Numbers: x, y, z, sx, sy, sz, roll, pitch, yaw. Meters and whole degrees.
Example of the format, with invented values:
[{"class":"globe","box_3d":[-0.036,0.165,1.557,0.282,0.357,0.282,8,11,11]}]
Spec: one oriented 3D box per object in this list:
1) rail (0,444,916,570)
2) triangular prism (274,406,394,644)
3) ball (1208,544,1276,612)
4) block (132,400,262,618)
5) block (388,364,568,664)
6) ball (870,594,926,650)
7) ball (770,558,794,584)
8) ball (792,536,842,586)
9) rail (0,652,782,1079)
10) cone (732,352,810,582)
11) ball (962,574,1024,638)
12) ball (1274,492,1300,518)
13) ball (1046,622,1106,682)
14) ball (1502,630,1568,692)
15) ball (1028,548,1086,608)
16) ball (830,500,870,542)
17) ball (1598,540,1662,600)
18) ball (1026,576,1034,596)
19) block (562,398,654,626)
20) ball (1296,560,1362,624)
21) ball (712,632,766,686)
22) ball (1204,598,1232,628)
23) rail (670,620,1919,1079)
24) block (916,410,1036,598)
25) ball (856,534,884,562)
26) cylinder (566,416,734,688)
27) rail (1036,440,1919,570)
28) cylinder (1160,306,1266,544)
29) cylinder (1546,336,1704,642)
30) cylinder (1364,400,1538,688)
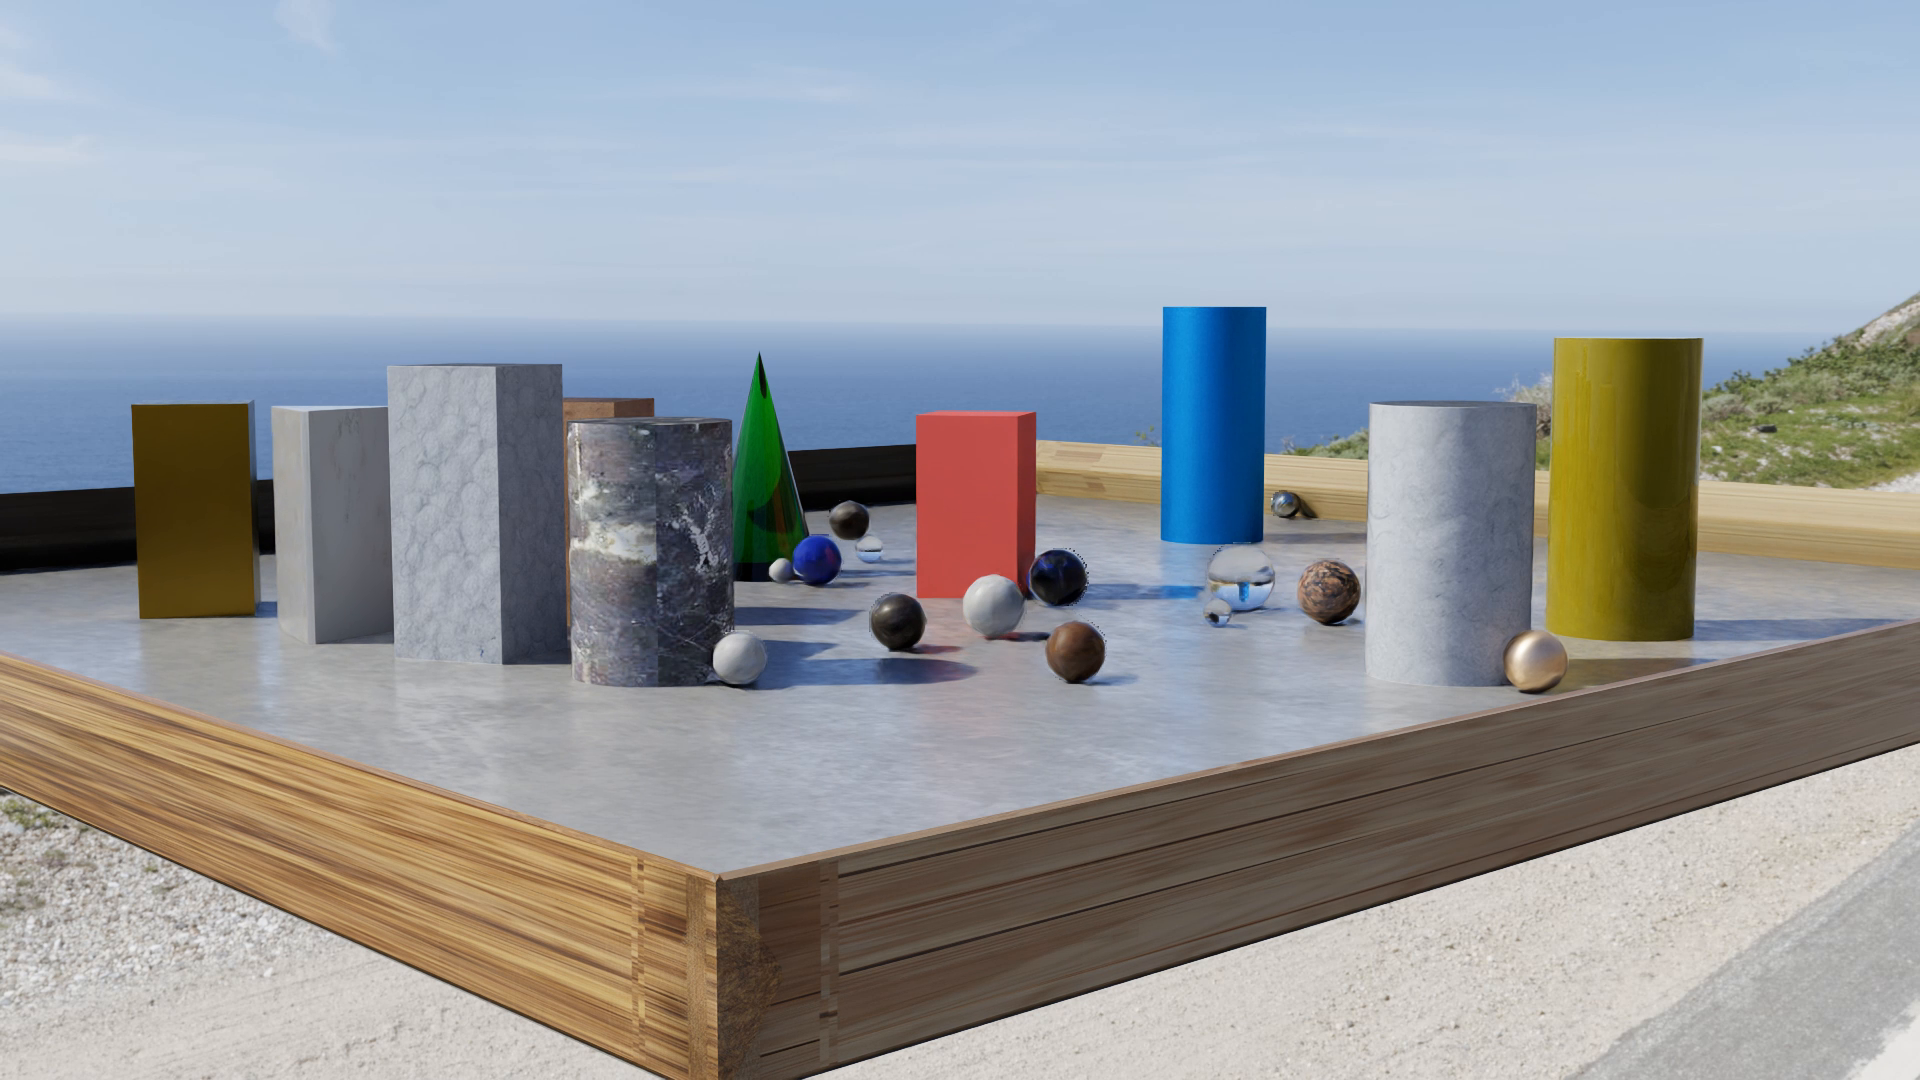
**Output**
[{"class":"rail","box_3d":[-0.974,-0.075,4.382,3.065,0.130,0.045,-5,8,-42]},{"class":"triangular prism","box_3d":[-0.847,-0.027,3.042,0.150,0.313,0.173,-3,7,-30]},{"class":"ball","box_3d":[0.418,0.056,3.270,0.100,0.100,0.100,0,6,0]},{"class":"block","box_3d":[-1.133,-0.050,3.272,0.160,0.311,0.160,-2,6,-14]},{"class":"block","box_3d":[-0.625,-0.040,2.859,0.160,0.375,0.160,2,6,20]},{"class":"ball","box_3d":[-0.081,0.108,2.900,0.074,0.074,0.074,0,6,0]},{"class":"ball","box_3d":[-0.292,0.051,3.601,0.042,0.042,0.042,0,6,0]},{"class":"ball","box_3d":[-0.233,0.033,3.581,0.082,0.082,0.082,0,6,0]},{"class":"rail","box_3d":[-1.109,0.140,2.314,0.045,0.130,2.920,-5,8,-42]},{"class":"cone","box_3d":[-0.337,-0.130,3.709,0.200,0.379,0.200,0,6,0]},{"class":"ball","box_3d":[0.046,0.090,3.009,0.086,0.086,0.086,0,6,0]},{"class":"ball","box_3d":[0.704,-0.075,4.740,0.057,0.057,0.057,0,6,0]},{"class":"ball","box_3d":[0.139,0.134,2.652,0.073,0.073,0.073,0,6,0]},{"class":"ball","box_3d":[0.673,0.142,2.574,0.074,0.074,0.074,0,6,0]},{"class":"ball","box_3d":[0.147,0.057,3.317,0.088,0.088,0.088,0,6,0]},{"class":"ball","box_3d":[-0.196,-0.034,3.918,0.072,0.072,0.072,0,6,0]},{"class":"ball","box_3d":[1.034,0.046,3.393,0.094,0.094,0.094,0,6,0]},{"class":"ball","box_3d":[0.134,0.062,3.392,0.063,0.063,0.063,0,6,0]},{"class":"block","box_3d":[-0.545,-0.045,3.191,0.160,0.317,0.160,1,6,13]},{"class":"ball","box_3d":[0.527,0.074,3.145,0.091,0.091,0.091,0,6,0]},{"class":"ball","box_3d":[-0.263,0.142,2.620,0.064,0.064,0.064,0,6,0]},{"class":"ball","box_3d":[0.364,0.103,3.108,0.041,0.041,0.041,0,6,0]},{"class":"rail","box_3d":[0.974,0.143,2.282,3.065,0.130,0.045,-5,8,-42]},{"class":"block","box_3d":[0.027,-0.058,3.477,0.160,0.284,0.160,1,6,12]},{"class":"ball","box_3d":[-0.161,0.015,3.908,0.050,0.050,0.050,0,6,0]},{"class":"cylinder","box_3d":[-0.378,0.010,2.694,0.200,0.312,0.200,0,6,0]},{"class":"rail","box_3d":[1.109,-0.072,4.349,0.045,0.130,2.920,-5,8,-42]},{"class":"cylinder","box_3d":[0.493,-0.227,4.283,0.200,0.453,0.200,0,6,0]},{"class":"cylinder","box_3d":[0.920,-0.076,3.049,0.200,0.408,0.200,0,6,0]},{"class":"cylinder","box_3d":[0.600,-0.001,2.696,0.200,0.332,0.200,0,6,0]}]
